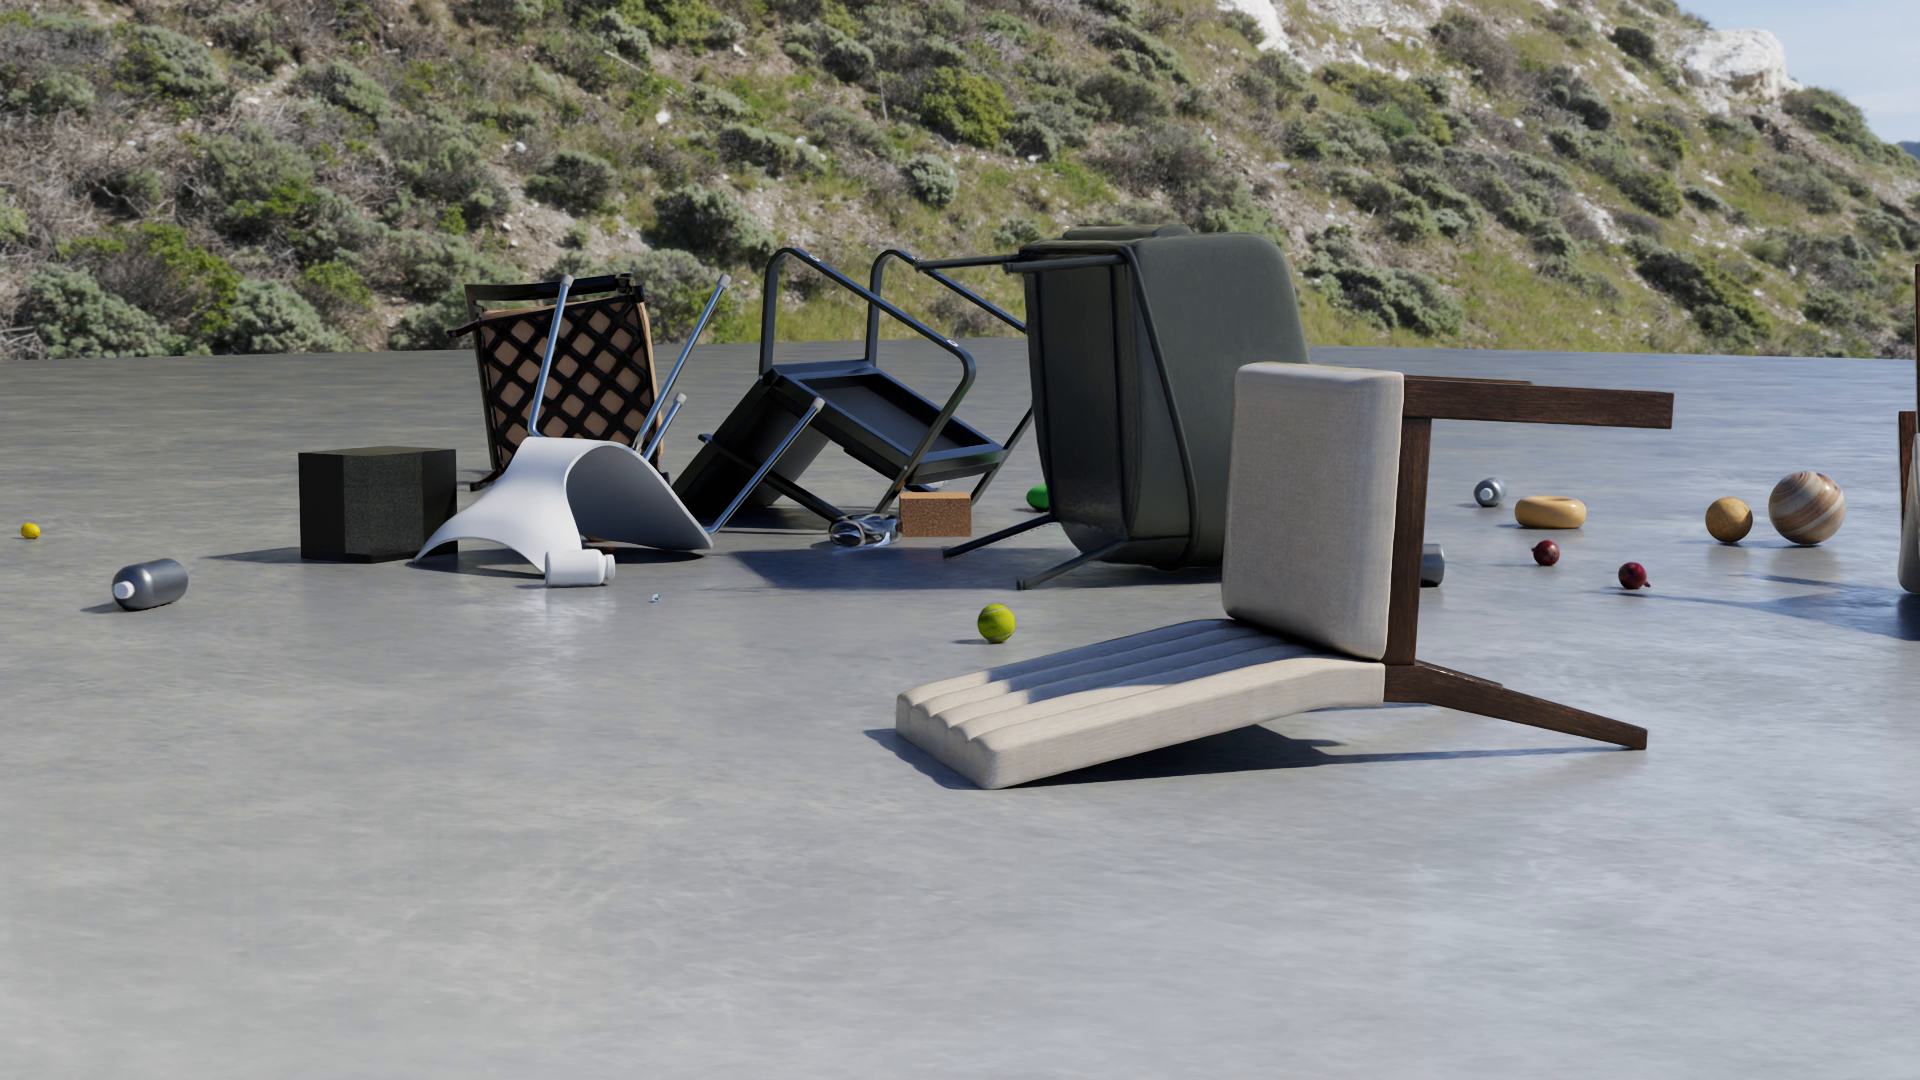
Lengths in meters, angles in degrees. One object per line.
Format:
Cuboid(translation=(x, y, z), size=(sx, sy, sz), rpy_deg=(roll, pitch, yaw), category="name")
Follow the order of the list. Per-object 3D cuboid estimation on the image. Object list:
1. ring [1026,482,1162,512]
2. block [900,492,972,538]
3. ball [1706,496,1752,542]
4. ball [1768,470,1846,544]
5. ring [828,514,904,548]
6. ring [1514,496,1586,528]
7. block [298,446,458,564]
Cuboid(translation=(0.376, -0.119, 7.211), size=(0.382, 0.074, 0.213), rpy_deg=(0, 5, 8), category="ring")
Cuboid(translation=(-0.065, -0.066, 6.571), size=(0.178, 0.098, 0.181), rpy_deg=(0, 6, -3), category="block")
Cuboid(translation=(1.902, -0.050, 6.345), size=(0.113, 0.113, 0.113), rpy_deg=(0, 6, 0), category="ball")
Cuboid(translation=(2.077, -0.079, 6.291), size=(0.182, 0.182, 0.182), rpy_deg=(0, 6, 0), category="ball")
Cuboid(translation=(-0.230, -0.024, 6.320), size=(0.156, 0.067, 0.302), rpy_deg=(4, 6, 21), category="ring")
Cuboid(translation=(1.552, -0.072, 6.745), size=(0.186, 0.076, 0.161), rpy_deg=(3, 8, 20), category="ring")
Cuboid(translation=(-1.369, -0.087, 6.045), size=(0.224, 0.247, 0.289), rpy_deg=(4, 7, 32), category="block")
